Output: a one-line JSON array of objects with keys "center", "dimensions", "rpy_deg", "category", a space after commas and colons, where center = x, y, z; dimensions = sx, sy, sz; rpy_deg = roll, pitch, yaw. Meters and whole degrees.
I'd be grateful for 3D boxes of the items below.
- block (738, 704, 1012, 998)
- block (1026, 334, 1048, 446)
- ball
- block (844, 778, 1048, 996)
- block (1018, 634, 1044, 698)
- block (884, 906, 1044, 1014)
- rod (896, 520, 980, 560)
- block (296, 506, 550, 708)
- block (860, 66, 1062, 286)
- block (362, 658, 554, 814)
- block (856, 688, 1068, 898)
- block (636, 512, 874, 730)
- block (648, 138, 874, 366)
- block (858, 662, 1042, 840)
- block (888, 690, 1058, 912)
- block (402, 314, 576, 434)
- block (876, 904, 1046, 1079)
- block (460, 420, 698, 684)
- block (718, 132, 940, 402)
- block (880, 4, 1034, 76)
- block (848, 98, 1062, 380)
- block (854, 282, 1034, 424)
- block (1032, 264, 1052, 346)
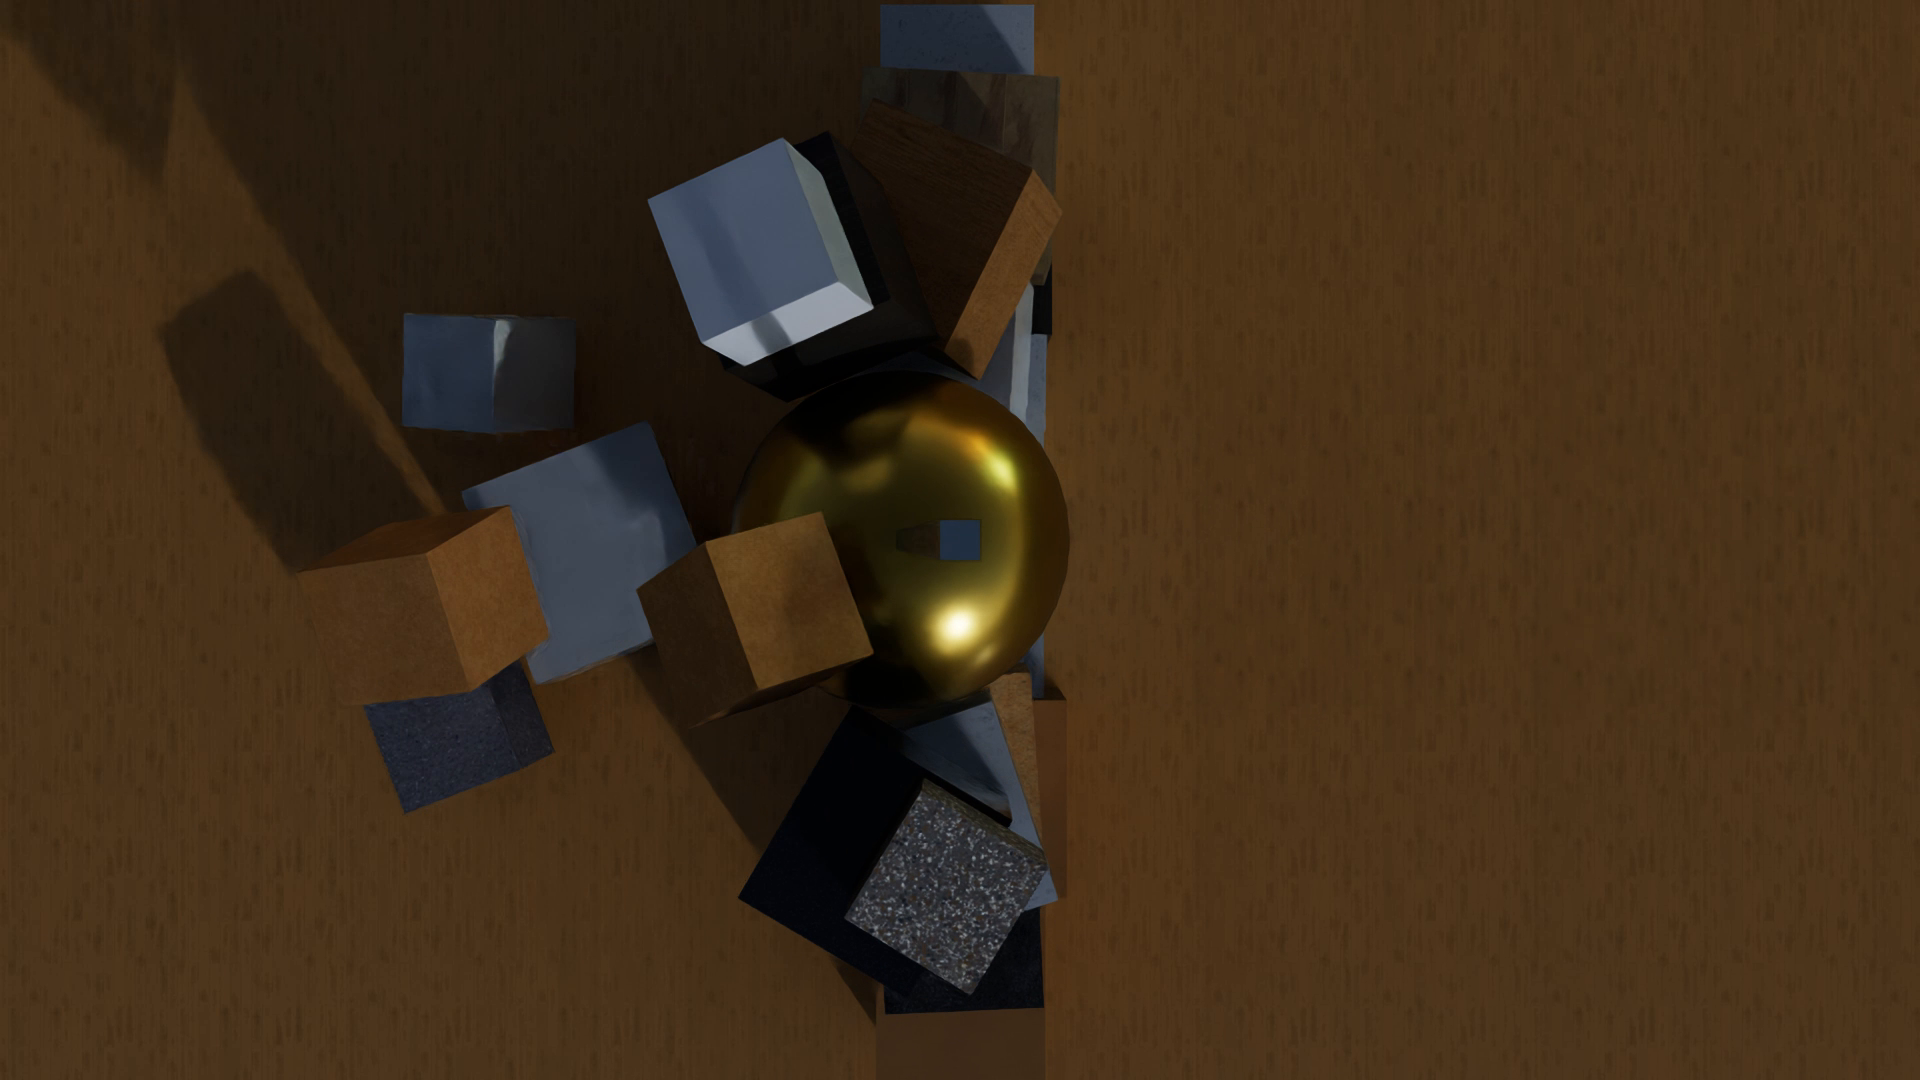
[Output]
[{"center": [-0.361, 1.356, 9.797], "dimensions": [0.838, 0.922, 0.879], "rpy_deg": [31, 90, 0], "category": "block"}, {"center": [-0.038, -0.631, 12.436], "dimensions": [0.994, 1.128, 0.984], "rpy_deg": [1, 90, 0], "category": "block"}, {"center": [-0.279, 0.000, 10.345], "dimensions": [1.600, 1.600, 1.600], "rpy_deg": [0, 90, 0], "category": "ball"}, {"center": [-0.056, 1.416, 9.076], "dimensions": [0.597, 0.520, 0.598], "rpy_deg": [31, 90, 0], "category": "block"}, {"center": [-0.009, 0.370, 12.542], "dimensions": [0.951, 0.916, 0.995], "rpy_deg": [0, 90, 0], "category": "block"}, {"center": [0.006, 2.011, 11.584], "dimensions": [0.810, 0.725, 0.787], "rpy_deg": [-3, 90, 0], "category": "block"}, {"center": [-0.121, 0.000, 6.948], "dimensions": [0.080, 5.200, 0.080], "rpy_deg": [0, 90, -3], "category": "rod"}, {"center": [-2.777, 0.340, 11.428], "dimensions": [0.821, 0.767, 0.743], "rpy_deg": [-8, 106, 24], "category": "block"}, {"center": [-0.016, -1.902, 11.621], "dimensions": [1.008, 0.938, 0.952], "rpy_deg": [3, 90, 0], "category": "block"}, {"center": [-2.878, 1.021, 12.594], "dimensions": [0.708, 0.758, 0.781], "rpy_deg": [-21, 90, 4], "category": "block"}, {"center": [0.006, 1.410, 12.481], "dimensions": [1.153, 1.039, 1.073], "rpy_deg": [0, 90, 0], "category": "block"}, {"center": [-0.884, 0.347, 9.417], "dimensions": [0.590, 0.689, 0.650], "rpy_deg": [-16, 82, -36], "category": "block"}, {"center": [-0.812, -1.174, 9.069], "dimensions": [0.611, 0.569, 0.640], "rpy_deg": [-23, 81, 9], "category": "block"}, {"center": [-0.052, 1.125, 11.530], "dimensions": [0.877, 0.863, 0.852], "rpy_deg": [-4, 90, 0], "category": "block"}, {"center": [-0.095, 1.351, 10.678], "dimensions": [0.843, 0.841, 0.979], "rpy_deg": [-19, 90, 0], "category": "block"}, {"center": [-2.667, -0.954, 12.485], "dimensions": [0.628, 0.748, 0.628], "rpy_deg": [6, 98, 25], "category": "block"}, {"center": [0.004, 2.450, 12.473], "dimensions": [0.919, 1.054, 0.986], "rpy_deg": [0, 90, 0], "category": "block"}, {"center": [-2.029, 0.092, 12.382], "dimensions": [1.069, 1.095, 1.115], "rpy_deg": [-22, 89, -6], "category": "block"}, {"center": [-0.684, -1.192, 9.815], "dimensions": [0.782, 0.934, 0.789], "rpy_deg": [-22, 81, 10], "category": "block"}, {"center": [-0.015, -2.491, 12.545], "dimensions": [0.845, 0.910, 0.904], "rpy_deg": [0, 90, 0], "category": "block"}, {"center": [-0.153, -1.434, 10.635], "dimensions": [0.851, 0.839, 0.939], "rpy_deg": [26, 91, 13], "category": "block"}, {"center": [-0.078, -0.963, 11.427], "dimensions": [0.803, 0.760, 0.877], "rpy_deg": [3, 85, 8], "category": "block"}, {"center": [0.016, -1.582, 12.577], "dimensions": [0.987, 0.847, 0.893], "rpy_deg": [0, 90, 0], "category": "block"}]
